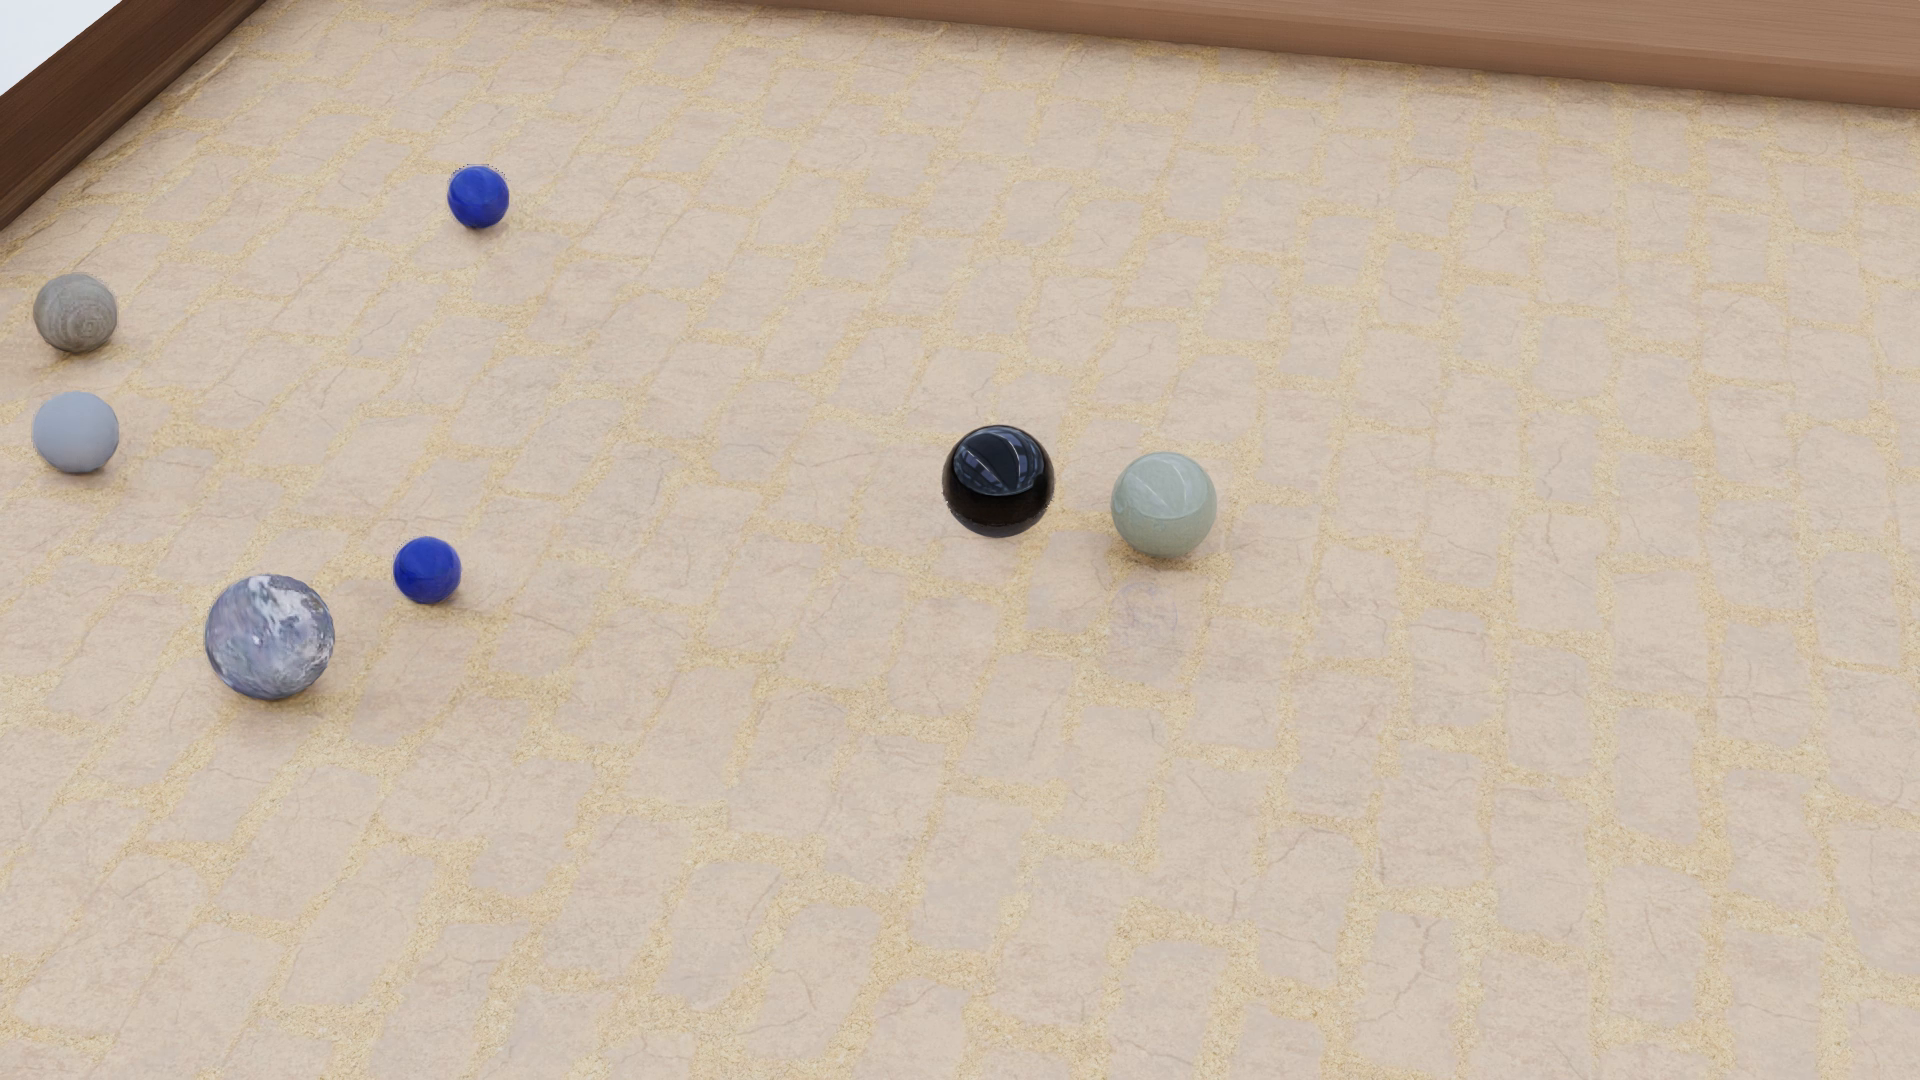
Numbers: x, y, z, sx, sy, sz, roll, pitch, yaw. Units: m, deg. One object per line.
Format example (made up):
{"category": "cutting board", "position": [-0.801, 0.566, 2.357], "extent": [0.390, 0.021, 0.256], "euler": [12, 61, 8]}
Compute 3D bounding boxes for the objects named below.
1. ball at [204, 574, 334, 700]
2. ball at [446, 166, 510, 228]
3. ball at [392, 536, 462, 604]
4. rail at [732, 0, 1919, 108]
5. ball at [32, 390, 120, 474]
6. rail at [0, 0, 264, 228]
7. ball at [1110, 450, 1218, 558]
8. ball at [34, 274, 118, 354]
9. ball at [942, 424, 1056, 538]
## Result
{"category": "ball", "position": [-0.478, 0.067, 1.778], "extent": [0.087, 0.087, 0.087], "euler": [0, 34, 0]}
{"category": "ball", "position": [-0.444, -0.316, 2.364], "extent": [0.057, 0.057, 0.057], "euler": [0, 34, 0]}
{"category": "ball", "position": [-0.389, 0.022, 1.877], "extent": [0.050, 0.050, 0.050], "euler": [0, 34, 0]}
{"category": "rail", "position": [1.186, -0.441, 2.495], "extent": [3.961, 0.113, 0.045], "euler": [7, 35, 11]}
{"category": "ball", "position": [-0.695, -0.085, 2.020], "extent": [0.065, 0.065, 0.065], "euler": [0, 34, 0]}
{"category": "rail", "position": [-0.942, -0.139, 2.055], "extent": [0.045, 0.113, 2.033], "euler": [7, 35, 11]}
{"category": "ball", "position": [0.153, -0.027, 1.921], "extent": [0.080, 0.080, 0.080], "euler": [0, 34, 0]}
{"category": "ball", "position": [-0.749, -0.192, 2.174], "extent": [0.068, 0.068, 0.068], "euler": [0, 34, 0]}
{"category": "ball", "position": [0.029, -0.045, 1.942], "extent": [0.086, 0.086, 0.086], "euler": [0, 34, 0]}
